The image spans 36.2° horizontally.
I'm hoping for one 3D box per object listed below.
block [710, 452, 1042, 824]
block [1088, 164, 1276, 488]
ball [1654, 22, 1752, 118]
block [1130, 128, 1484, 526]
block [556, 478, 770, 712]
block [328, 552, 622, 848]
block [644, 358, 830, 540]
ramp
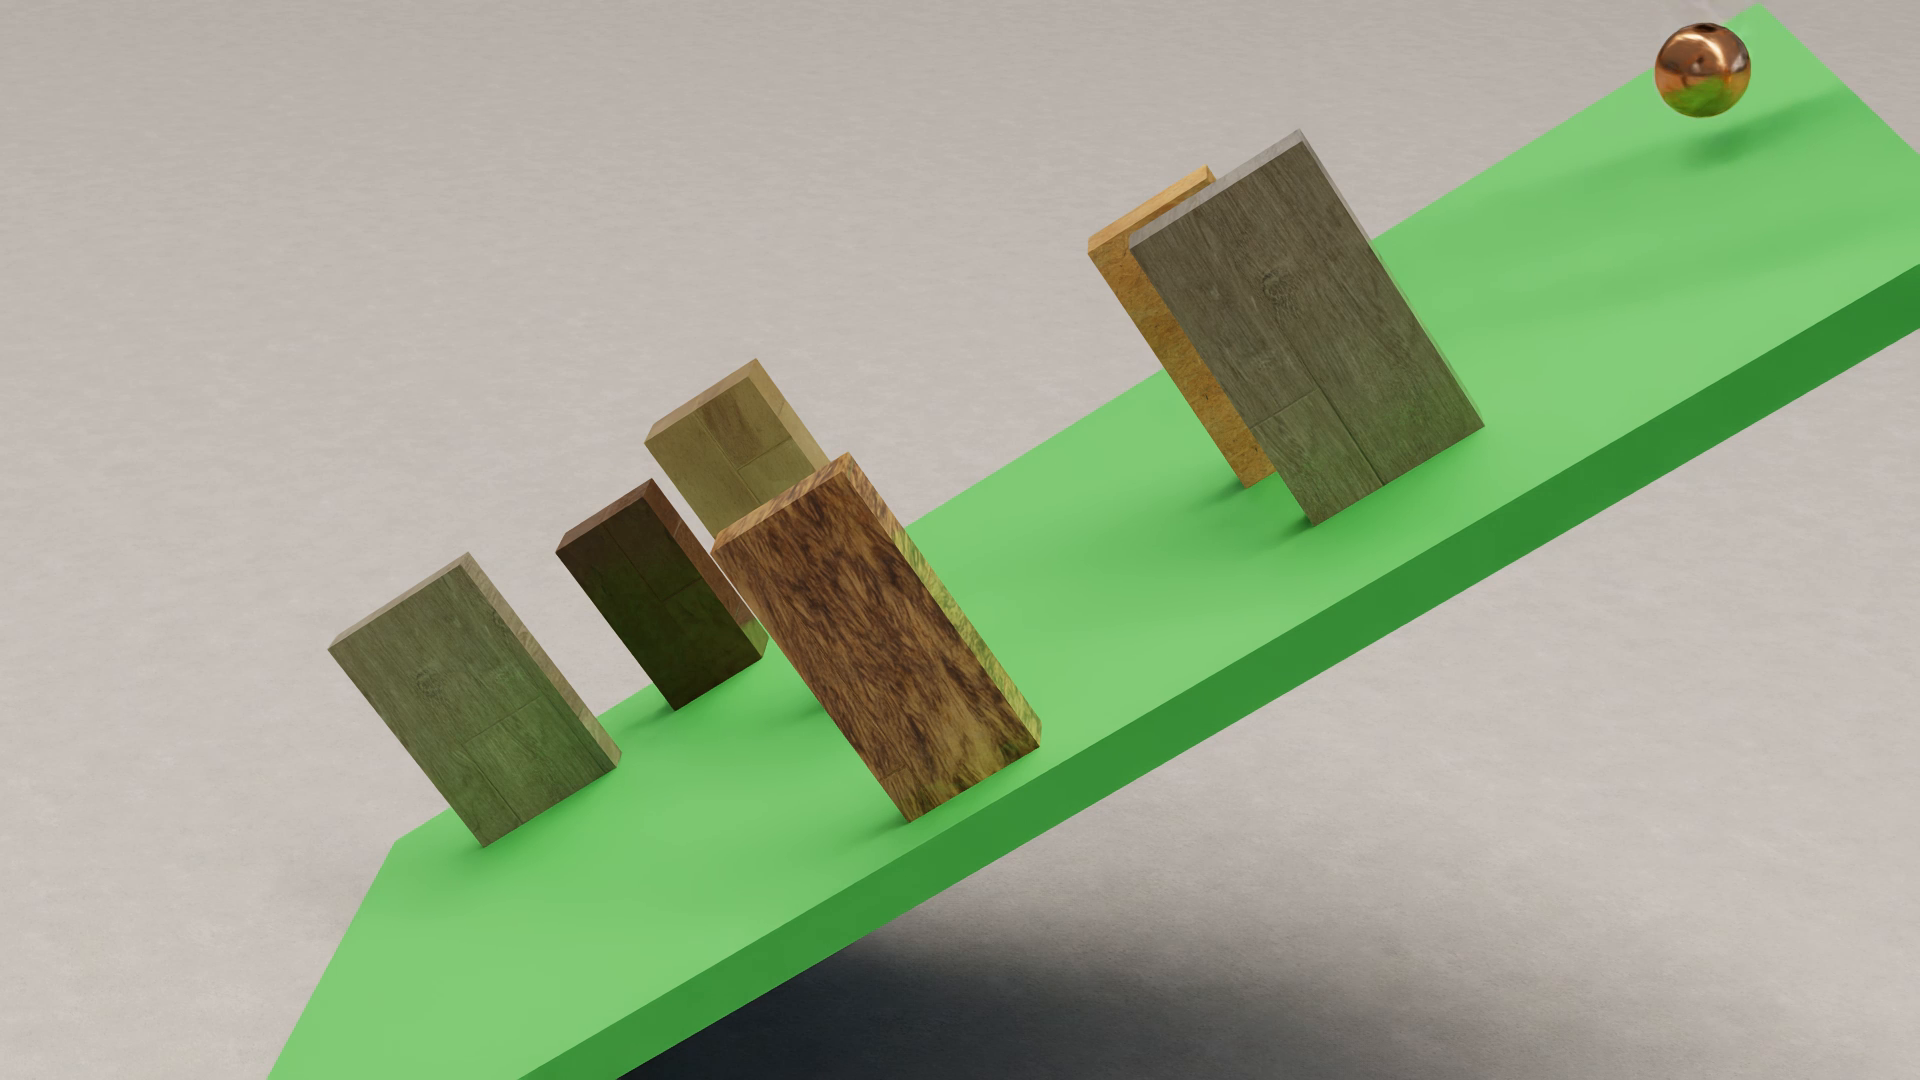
[{"bbox_3d":[-0.150,0.185,5.450,0.295,0.643,0.109,-31,16,14],"label":"block"},{"bbox_3d":[0.537,-0.428,5.931,0.280,0.591,0.121,-31,16,14],"label":"block"},{"bbox_3d":[1.517,-0.959,6.008,0.192,0.192,0.192,0,21,0],"label":"ball"},{"bbox_3d":[0.646,-0.390,5.479,0.371,0.645,0.103,-31,16,14],"label":"block"},{"bbox_3d":[-0.717,0.133,7.114,0.263,0.492,0.133,-31,16,14],"label":"block"},{"bbox_3d":[-1.160,0.387,7.049,0.403,0.620,0.085,-31,16,14],"label":"block"},{"bbox_3d":[-0.353,-0.015,6.349,0.274,0.717,0.131,-31,16,14],"label":"block"},{"bbox_3d":[0.138,0.172,6.299,4.000,0.100,2.000,-31,16,14],"label":"ramp"}]
